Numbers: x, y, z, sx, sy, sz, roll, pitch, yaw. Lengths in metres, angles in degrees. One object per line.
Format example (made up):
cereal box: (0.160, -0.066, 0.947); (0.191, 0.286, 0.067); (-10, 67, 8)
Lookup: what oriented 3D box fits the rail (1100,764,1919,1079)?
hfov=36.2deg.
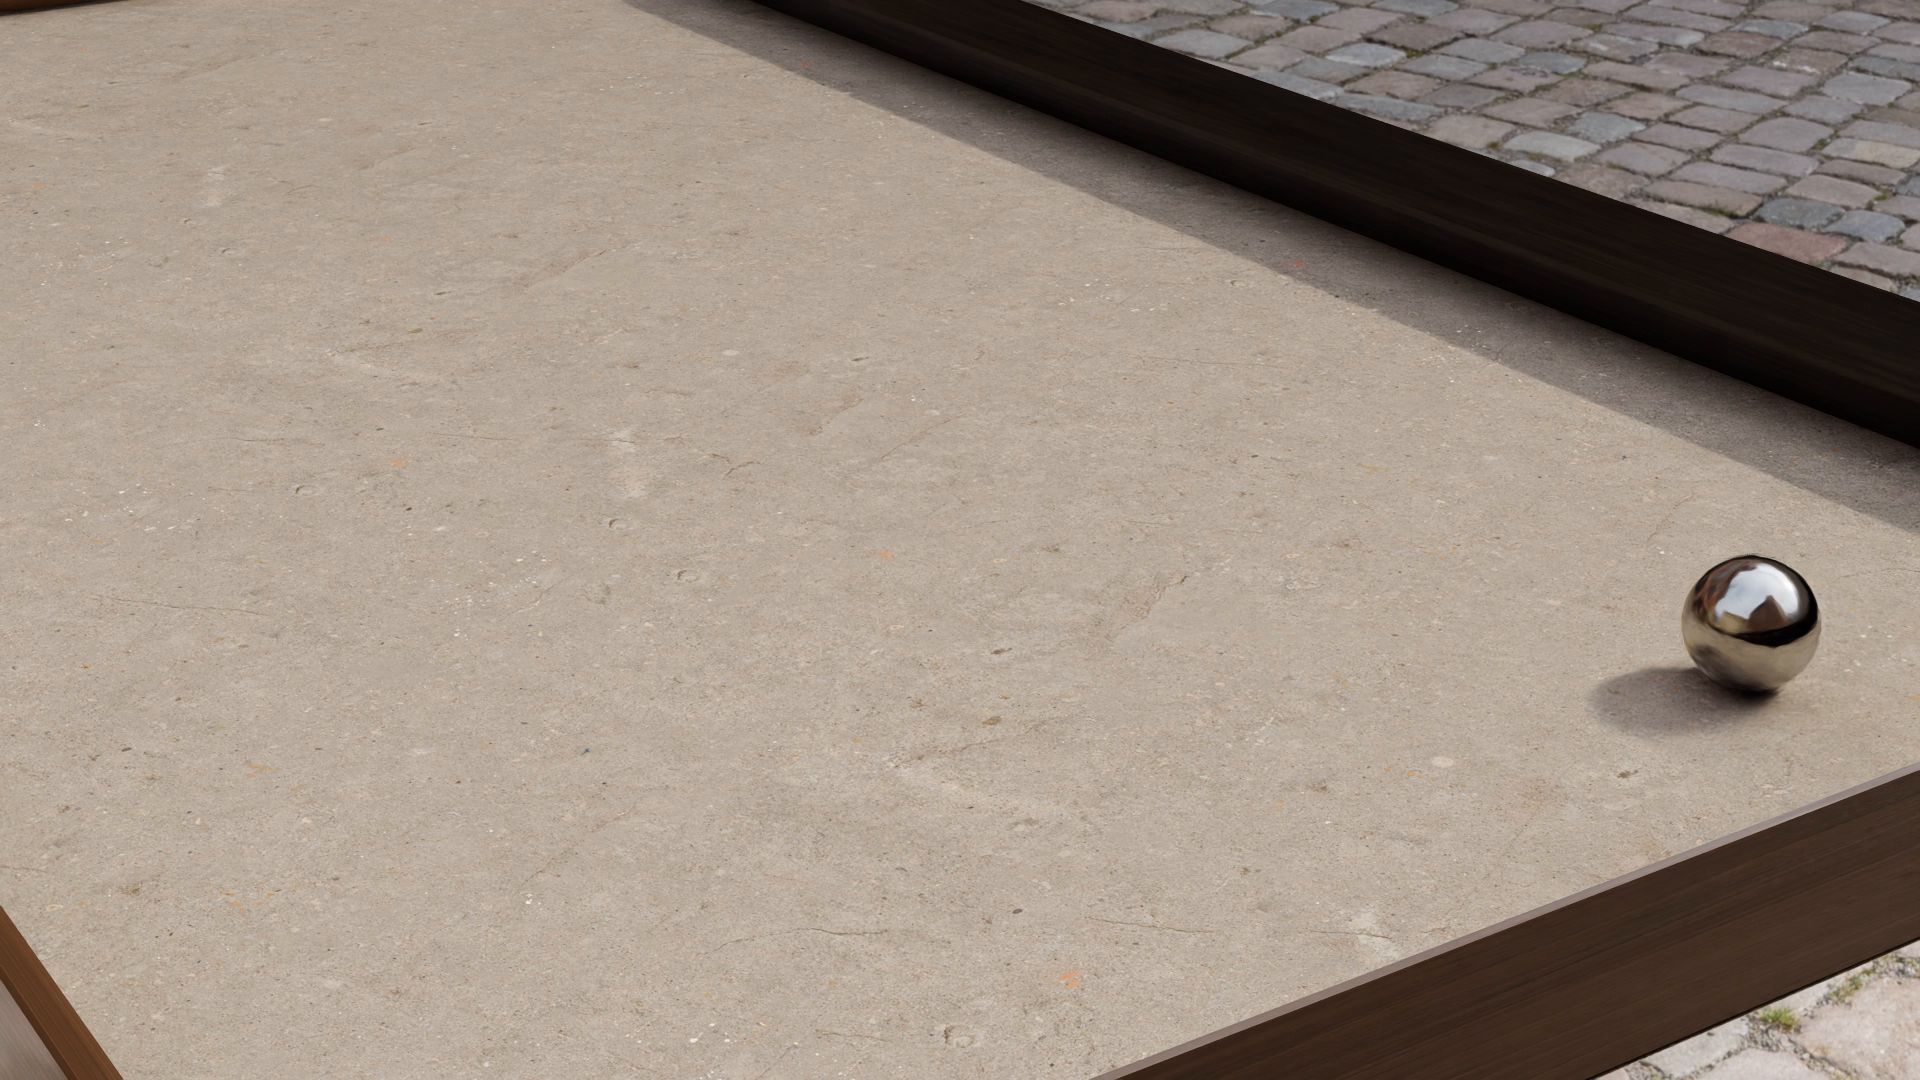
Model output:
rail: (0.417, 0.222, 1.705); (1.708, 0.127, 0.045); (-15, 27, -30)

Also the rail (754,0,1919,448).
rail: (0.263, -0.468, 3.303); (0.045, 0.127, 3.122); (-15, 27, -30)

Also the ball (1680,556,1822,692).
ball: (0.570, 0.060, 2.119); (0.098, 0.098, 0.098); (0, 23, 0)

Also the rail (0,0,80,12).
rail: (-1.276, -0.795, 4.061); (1.708, 0.127, 0.045); (-15, 27, -30)

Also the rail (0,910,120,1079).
rail: (-1.123, -0.106, 2.463); (0.045, 0.127, 3.122); (-15, 27, -30)
